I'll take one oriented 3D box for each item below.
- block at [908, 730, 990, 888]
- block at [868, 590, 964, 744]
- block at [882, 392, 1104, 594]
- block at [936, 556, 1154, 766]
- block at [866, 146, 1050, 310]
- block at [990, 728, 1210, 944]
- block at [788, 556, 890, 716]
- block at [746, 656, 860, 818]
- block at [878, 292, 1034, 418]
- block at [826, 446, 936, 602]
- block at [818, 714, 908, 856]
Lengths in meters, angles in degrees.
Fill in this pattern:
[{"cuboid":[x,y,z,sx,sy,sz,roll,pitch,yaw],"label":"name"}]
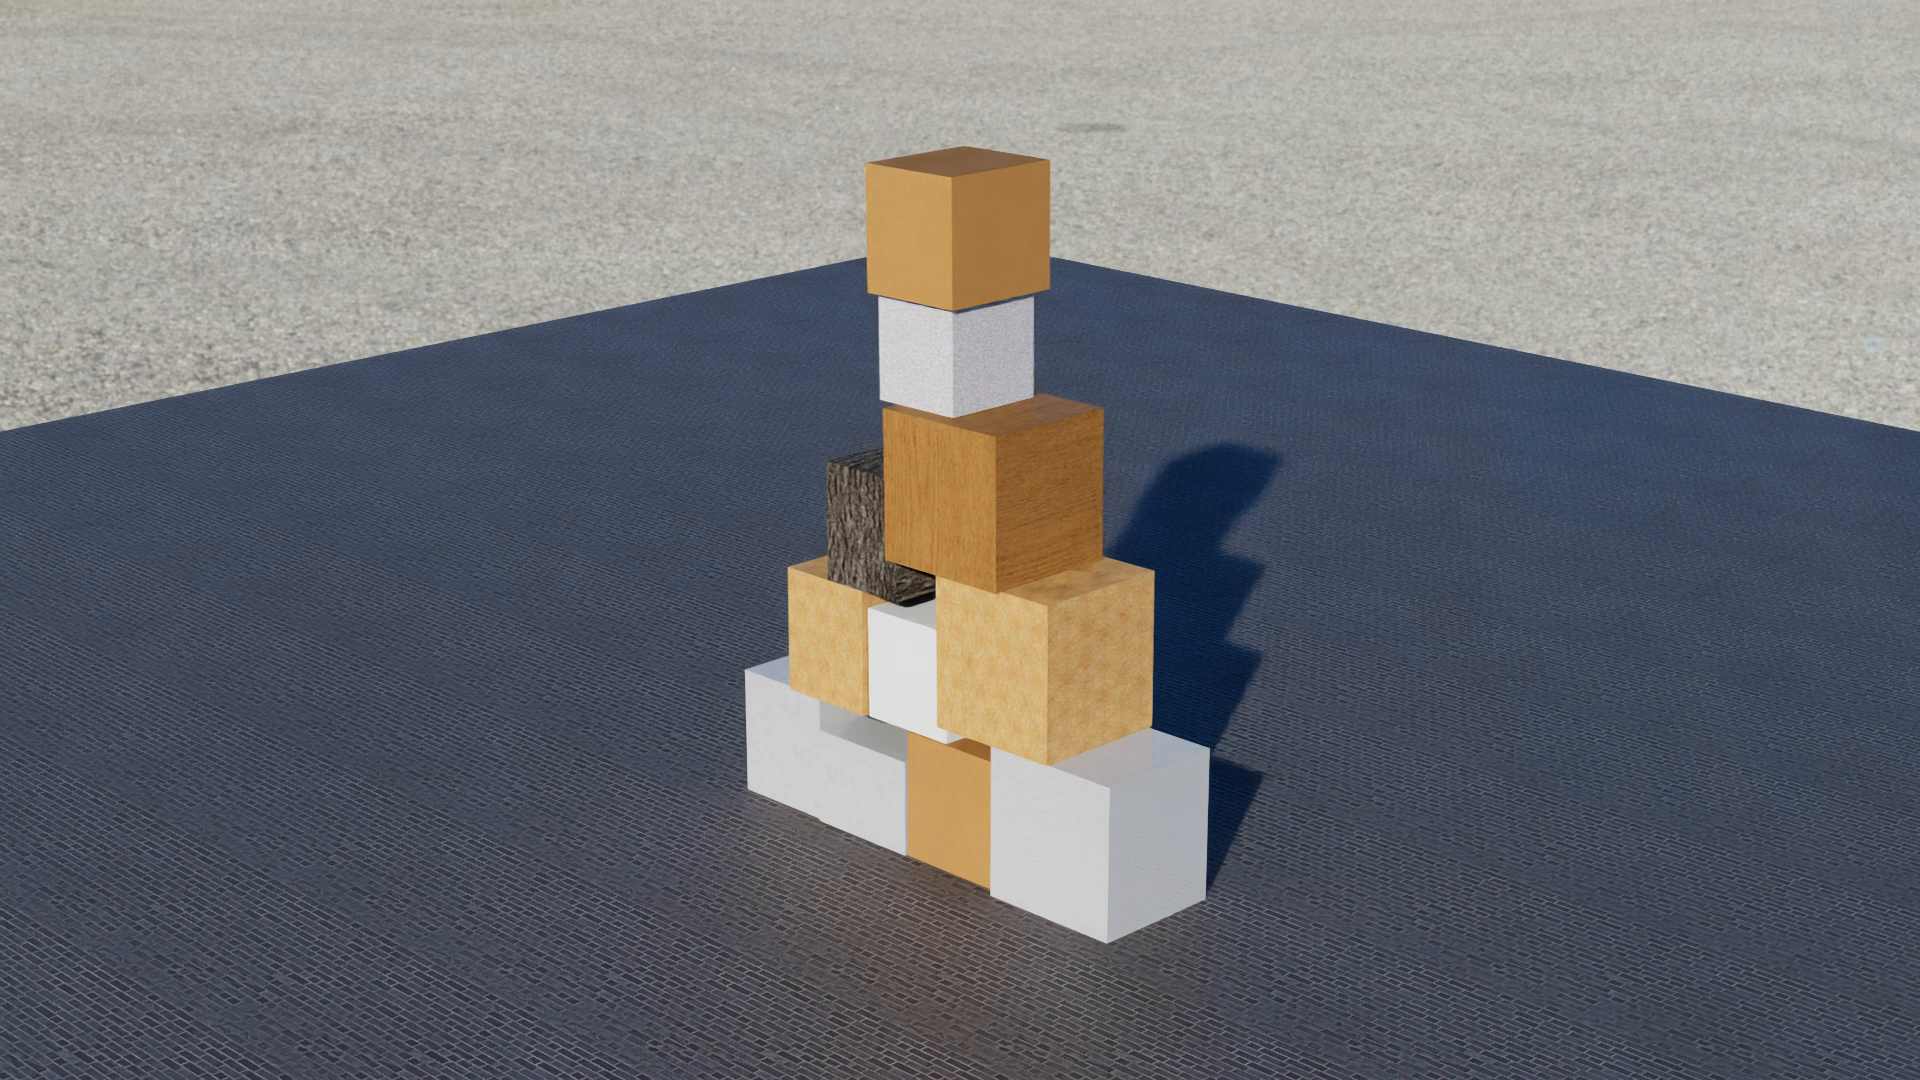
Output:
[{"cuboid":[0.145,1.182,13.550,0.516,0.621,0.574,-17,24,-42],"label":"block"},{"cuboid":[-0.058,0.564,13.592,0.523,0.533,0.511,-17,23,-42],"label":"block"},{"cuboid":[0.149,-0.247,13.083,0.685,0.704,0.698,-17,24,-42],"label":"block"},{"cuboid":[0.380,0.491,13.127,0.691,0.735,0.683,-17,24,-42],"label":"block"},{"cuboid":[-0.007,-1.382,12.926,0.532,0.579,0.612,16,24,43],"label":"block"},{"cuboid":[0.622,1.264,13.109,0.658,0.728,0.711,-17,24,-42],"label":"block"},{"cuboid":[-0.430,0.413,13.920,0.570,0.613,0.509,-17,24,-42],"label":"block"},{"cuboid":[-0.661,0.926,14.353,0.552,0.626,0.535,-17,24,-42],"label":"block"},{"cuboid":[-0.016,-0.868,13.072,0.508,0.490,0.465,-17,24,-42],"label":"block"},{"cuboid":[-0.255,-0.097,13.567,0.462,0.573,0.553,17,24,42],"label":"block"},{"cuboid":[-0.279,1.131,13.969,0.524,0.467,0.591,-17,24,-42],"label":"block"}]
